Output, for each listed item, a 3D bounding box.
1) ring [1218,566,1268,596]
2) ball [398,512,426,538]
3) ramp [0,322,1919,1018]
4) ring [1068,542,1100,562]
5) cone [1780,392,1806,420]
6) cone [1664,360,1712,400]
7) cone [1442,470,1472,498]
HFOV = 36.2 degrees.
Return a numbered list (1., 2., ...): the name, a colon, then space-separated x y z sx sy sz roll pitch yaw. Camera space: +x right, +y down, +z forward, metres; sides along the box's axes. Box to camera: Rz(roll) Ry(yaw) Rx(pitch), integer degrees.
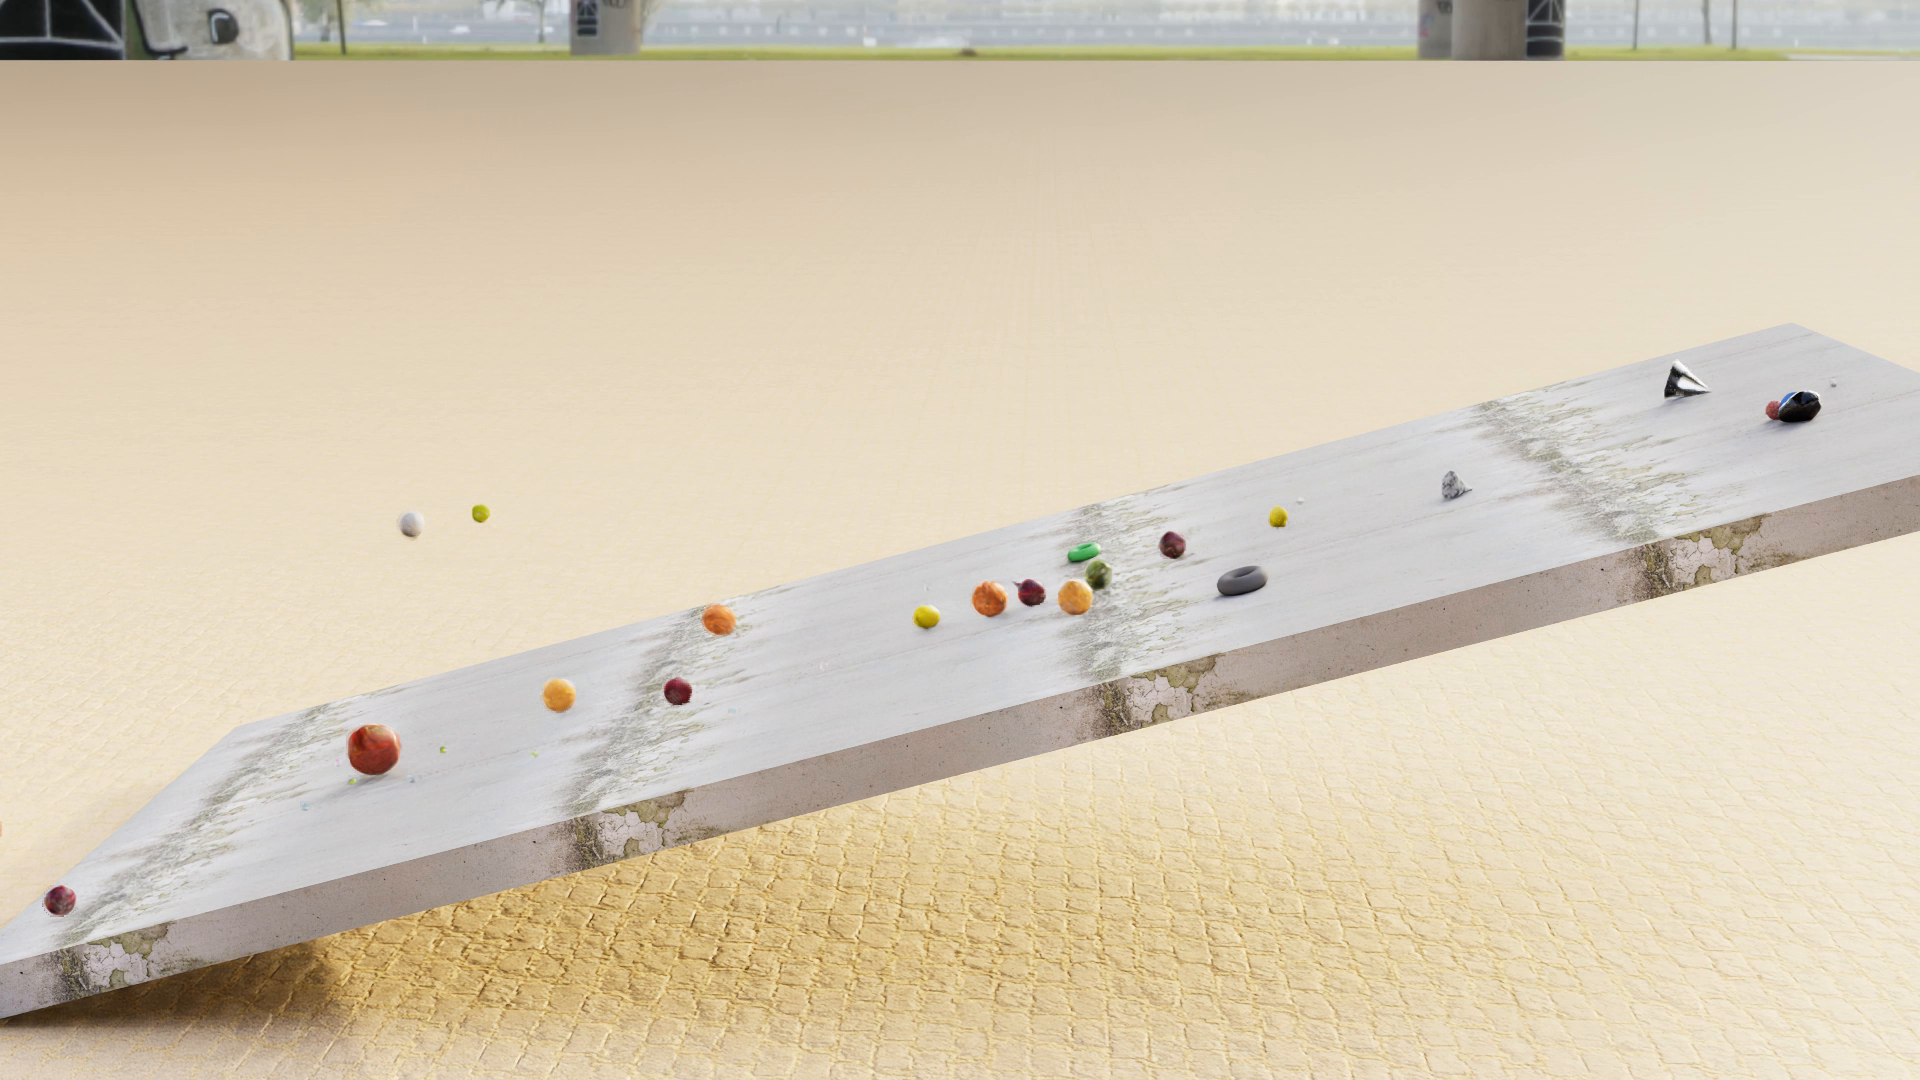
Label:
1. ring: 0.557 0.080 5.795 0.104 0.035 0.104 -16 13 4
2. ball: -2.005 -0.056 10.758 0.096 0.096 0.096 0 10 0
3. ramp: 0.079 0.191 6.331 4.000 0.100 2.000 -15 9 4
4. ring: 0.278 0.028 6.590 0.077 0.026 0.077 -18 12 4
5. cone: 1.717 -0.269 6.018 0.057 0.057 0.057 9 -5 40
6. cone: 1.630 -0.343 6.552 0.094 0.094 0.094 19 17 23
7. cone: 1.050 -0.111 6.156 0.060 0.060 0.060 10 5 -26
